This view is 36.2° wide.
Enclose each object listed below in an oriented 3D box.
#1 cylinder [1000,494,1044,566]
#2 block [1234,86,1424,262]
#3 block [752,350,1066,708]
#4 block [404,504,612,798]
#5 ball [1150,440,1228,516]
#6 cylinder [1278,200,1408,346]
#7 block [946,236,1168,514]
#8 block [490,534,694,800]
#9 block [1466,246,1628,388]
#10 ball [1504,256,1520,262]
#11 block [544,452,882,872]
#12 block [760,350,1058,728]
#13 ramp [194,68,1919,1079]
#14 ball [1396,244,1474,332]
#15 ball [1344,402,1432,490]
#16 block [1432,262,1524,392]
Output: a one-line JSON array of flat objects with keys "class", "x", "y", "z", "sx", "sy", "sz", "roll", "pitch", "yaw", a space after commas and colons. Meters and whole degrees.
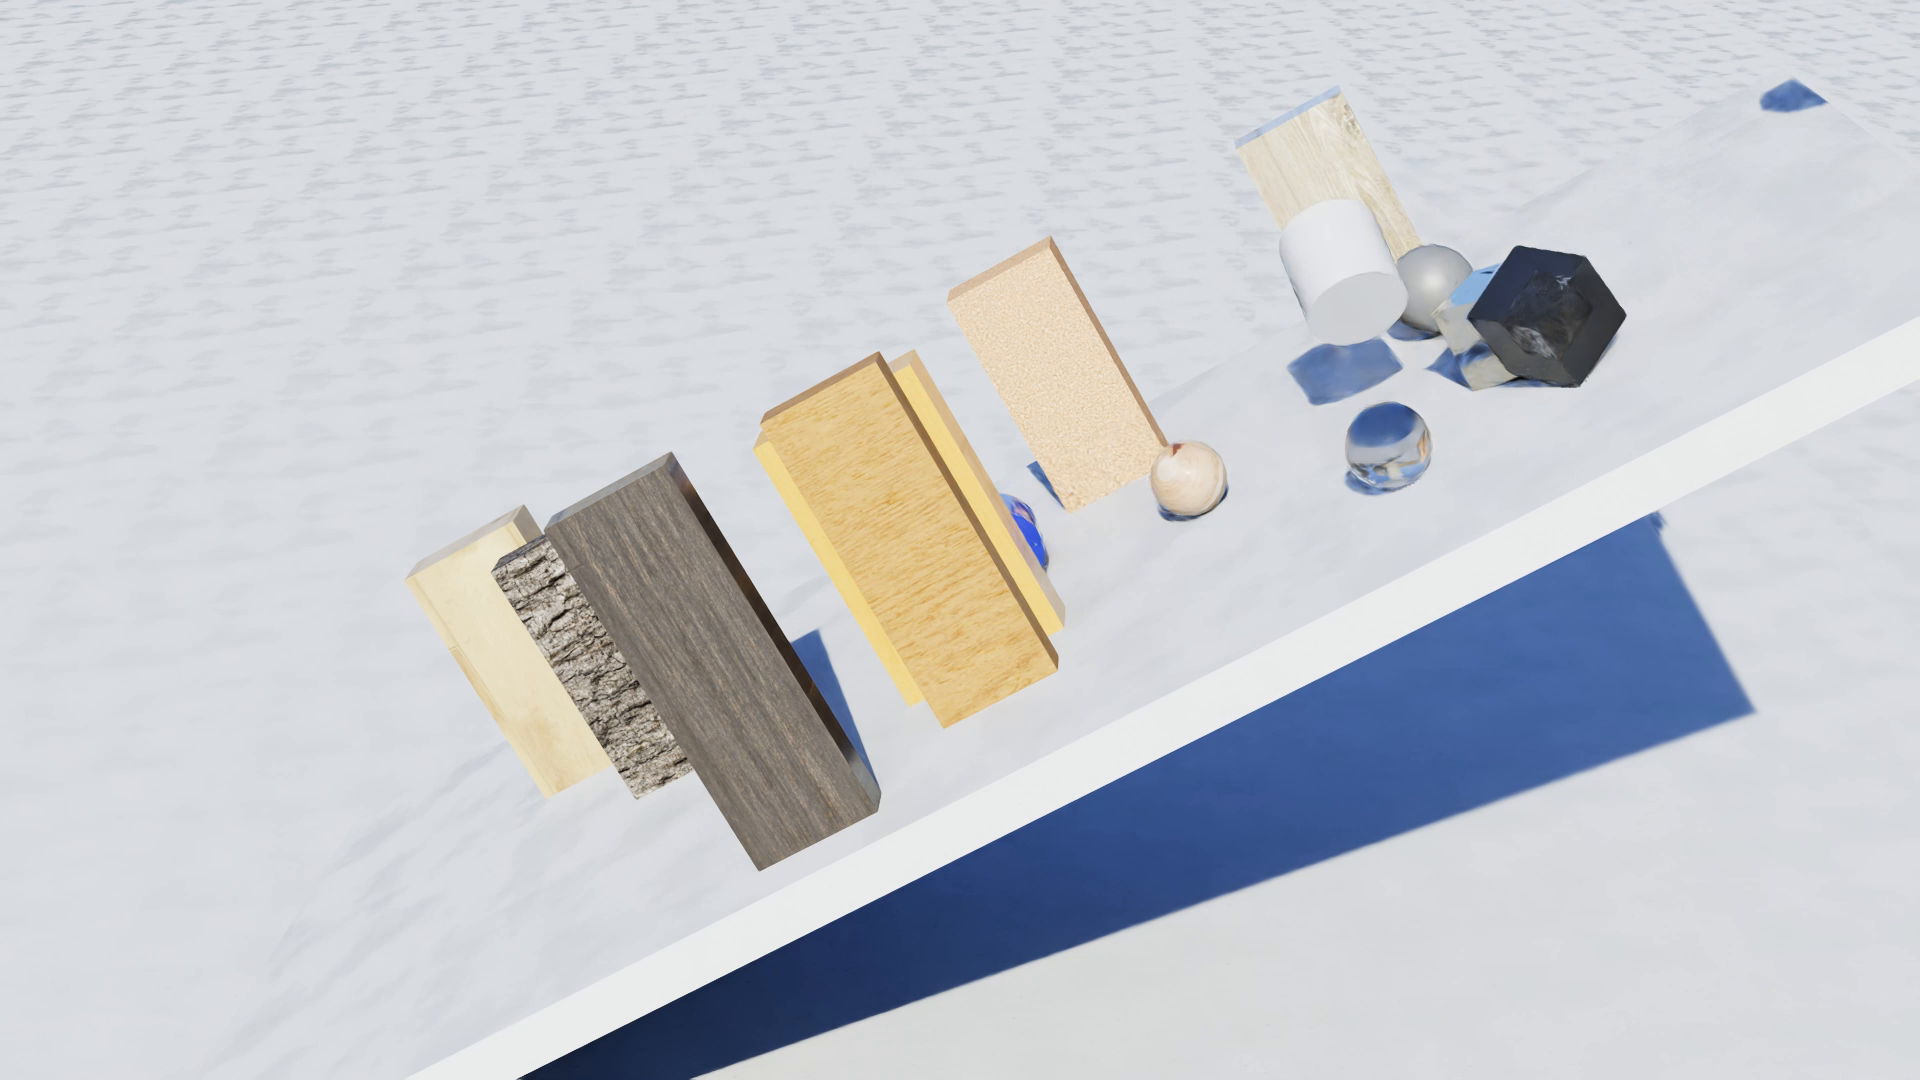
[{"class": "cylinder", "x": 0.087, "y": 0.007, "z": 6.353, "sx": 0.179, "sy": 0.179, "sz": 0.179, "roll": -1, "pitch": 14, "yaw": -2}, {"class": "block", "x": 0.866, "y": -0.753, "z": 6.737, "sx": 0.267, "sy": 0.498, "sz": 0.102, "roll": -28, "pitch": 15, "yaw": 11}, {"class": "block", "x": -0.097, "y": -0.021, "z": 5.932, "sx": 0.361, "sy": 0.623, "sz": 0.126, "roll": -28, "pitch": 15, "yaw": 11}, {"class": "block", "x": -0.979, "y": 0.259, "z": 6.779, "sx": 0.295, "sy": 0.610, "sz": 0.131, "roll": -28, "pitch": 15, "yaw": 11}, {"class": "ball", "x": 0.473, "y": -0.129, "z": 6.094, "sx": 0.160, "sy": 0.160, "sz": 0.160, "roll": 0, "pitch": 18, "yaw": 0}, {"class": "cylinder", "x": 0.770, "y": -0.539, "z": 5.921, "sx": 0.207, "sy": 0.207, "sz": 0.207, "roll": -5, "pitch": 51, "yaw": -14}, {"class": "block", "x": 0.224, "y": -0.368, "z": 6.597, "sx": 0.260, "sy": 0.559, "sz": 0.125, "roll": -28, "pitch": 15, "yaw": 11}, {"class": "block", "x": -0.677, "y": 0.212, "z": 6.357, "sx": 0.402, "sy": 0.598, "sz": 0.101, "roll": -28, "pitch": 15, "yaw": 11}, {"class": "block", "x": 1.117, "y": -0.426, "z": 5.596, "sx": 0.178, "sy": 0.178, "sz": 0.178, "roll": 18, "pitch": 68, "yaw": 51}, {"class": "ball", "x": 1.160, "y": -0.516, "z": 6.073, "sx": 0.139, "sy": 0.139, "sz": 0.139, "roll": 0, "pitch": 18, "yaw": 0}, {"class": "block", "x": -0.455, "y": 0.232, "z": 5.486, "sx": 0.261, "sy": 0.774, "sz": 0.091, "roll": -28, "pitch": 15, "yaw": 11}, {"class": "block", "x": -0.093, "y": 0.005, "z": 5.670, "sx": 0.255, "sy": 0.705, "sz": 0.084, "roll": -28, "pitch": 15, "yaw": 11}, {"class": "ramp", "x": 0.142, "y": 0.167, "z": 6.283, "sx": 4.000, "sy": 0.100, "sz": 2.000, "roll": -28, "pitch": 15, "yaw": 11}, {"class": "ball", "x": 1.018, "y": -0.542, "z": 6.341, "sx": 0.191, "sy": 0.191, "sz": 0.191, "roll": 0, "pitch": 18, "yaw": 0}, {"class": "ball", "x": 0.811, "y": -0.180, "z": 5.576, "sx": 0.166, "sy": 0.166, "sz": 0.166, "roll": 0, "pitch": 18, "yaw": 0}, {"class": "block", "x": 1.093, "y": -0.435, "z": 5.844, "sx": 0.183, "sy": 0.183, "sz": 0.183, "roll": -14, "pitch": 21, "yaw": 48}]
